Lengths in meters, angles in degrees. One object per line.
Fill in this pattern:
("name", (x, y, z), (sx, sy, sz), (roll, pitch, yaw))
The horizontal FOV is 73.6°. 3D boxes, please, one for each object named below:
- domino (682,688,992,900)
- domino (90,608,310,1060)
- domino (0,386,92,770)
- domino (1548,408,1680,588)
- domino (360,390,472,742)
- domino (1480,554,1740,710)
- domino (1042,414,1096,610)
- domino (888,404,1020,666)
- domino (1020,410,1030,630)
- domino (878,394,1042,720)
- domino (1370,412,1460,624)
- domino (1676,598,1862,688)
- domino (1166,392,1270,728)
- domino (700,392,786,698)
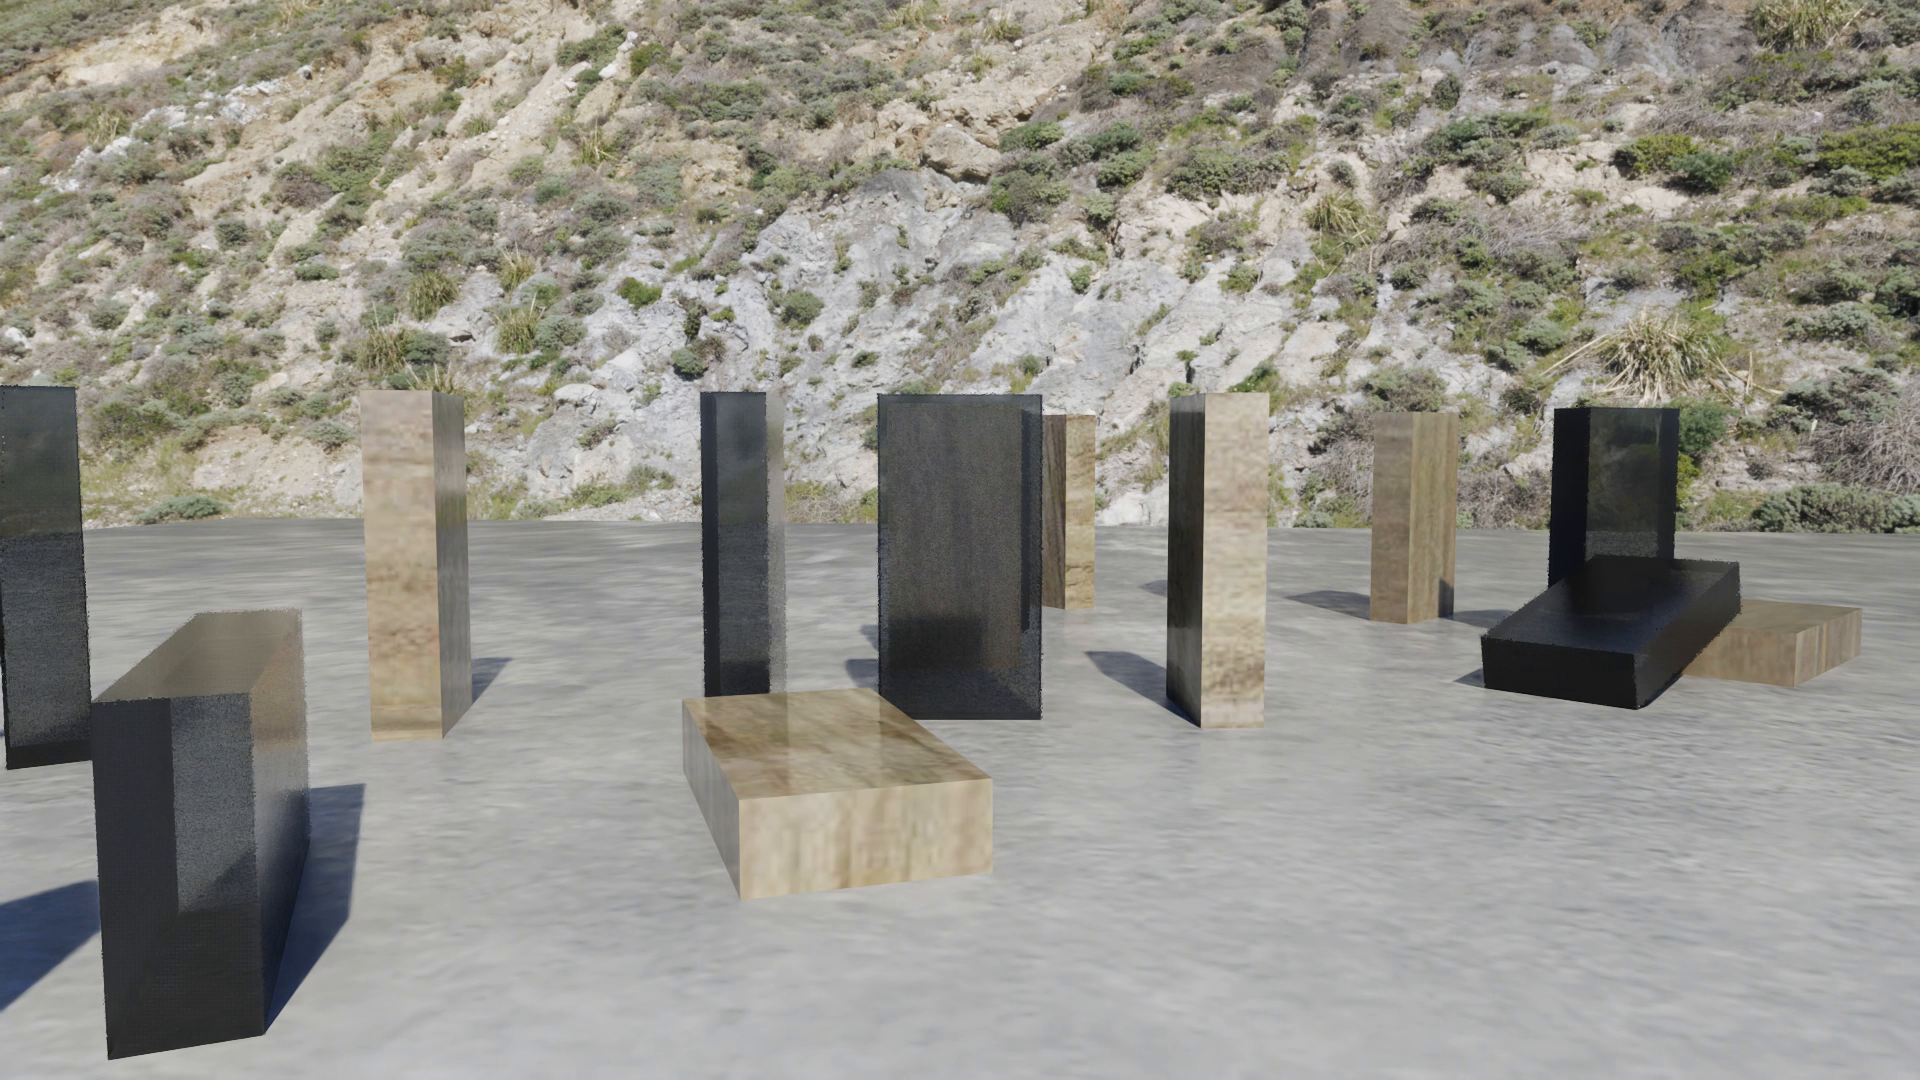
("domino", (-0.016, 0.027, 0.147), (0.025, 0.009, 0.050), (-1, 5, -18))
("domino", (-0.064, 0.022, 0.112), (0.010, 0.025, 0.050), (-2, 5, -23))
("domino", (-0.128, 0.004, 0.179), (0.010, 0.050, 0.025), (-3, 5, -35))
("domino", (0.139, -0.003, 0.273), (0.025, 0.050, 0.009), (-2, 5, -21))
("domino", (-0.082, 0.003, 0.195), (0.009, 0.050, 0.025), (-1, 4, -11))
("domino", (0.117, 0.015, 0.229), (0.050, 0.010, 0.025), (-21, 17, -39))
("domino", (0.024, -0.008, 0.341), (0.010, 0.050, 0.025), (-3, 5, -33))
("domino", (-0.001, -0.001, 0.250), (0.025, 0.050, 0.010), (0, 4, 0))
("domino", (0.003, -0.005, 0.298), (0.025, 0.050, 0.009), (1, 4, 11))
("domino", (0.000, 0.002, 0.201), (0.025, 0.050, 0.009), (0, 4, 0))
("domino", (0.111, -0.006, 0.313), (0.025, 0.050, 0.009), (-4, 6, -45))
("domino", (0.155, 0.019, 0.250), (0.050, 0.009, 0.025), (-4, 6, -44))
("domino", (0.040, 0.002, 0.203), (0.009, 0.050, 0.025), (0, 4, -3))
("domino", (-0.033, 0.003, 0.199), (0.009, 0.050, 0.025), (0, 4, -2))
